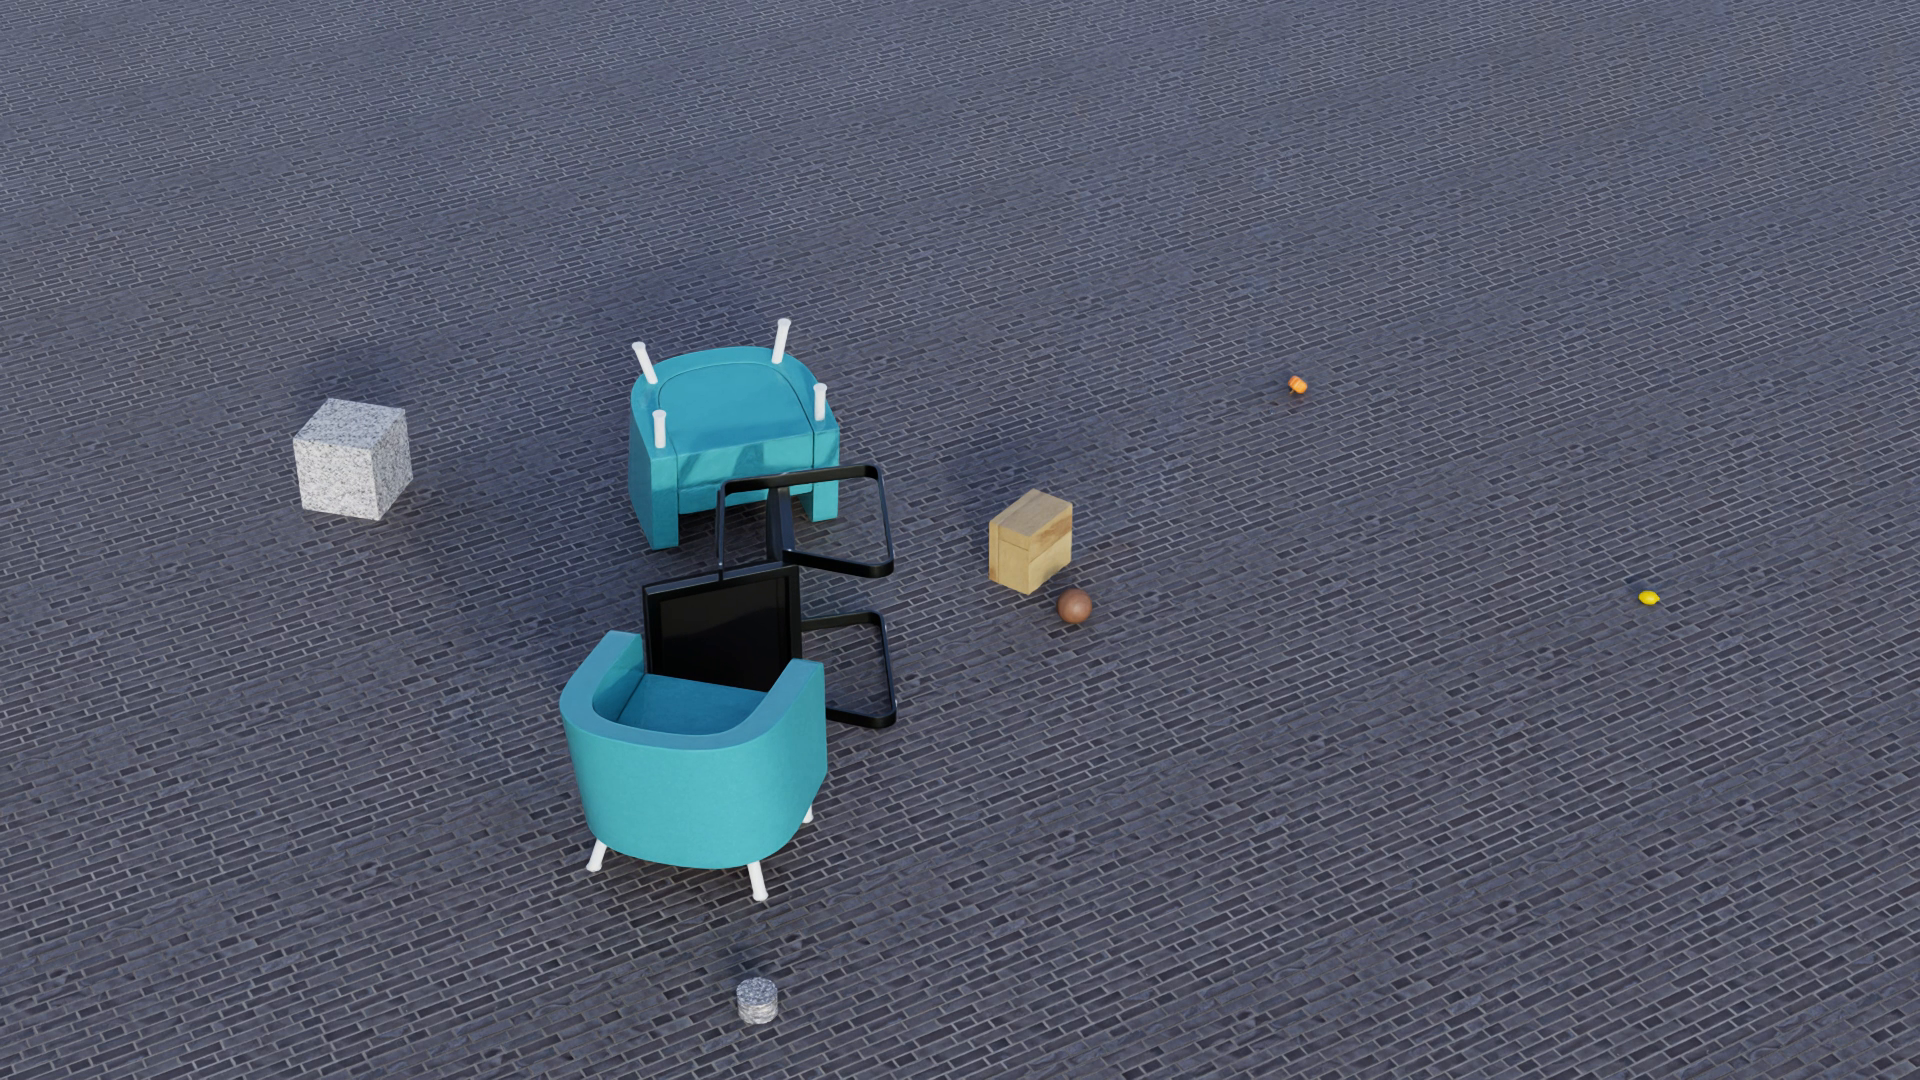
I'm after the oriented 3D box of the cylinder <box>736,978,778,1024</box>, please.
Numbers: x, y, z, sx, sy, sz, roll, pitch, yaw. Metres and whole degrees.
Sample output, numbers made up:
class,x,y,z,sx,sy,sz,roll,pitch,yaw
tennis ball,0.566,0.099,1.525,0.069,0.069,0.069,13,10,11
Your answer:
class,x,y,z,sx,sy,sz,roll,pitch,yaw
cylinder,-0.607,1.380,8.783,0.122,0.074,0.126,-19,38,-26

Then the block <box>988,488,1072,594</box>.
class,x,y,z,sx,sy,sz,roll,pitch,yaw
block,0.258,0.006,10.706,0.175,0.253,0.276,22,39,29

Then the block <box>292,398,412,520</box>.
class,x,y,z,sx,sy,sz,roll,pitch,yaw
block,-2.301,-0.308,11.128,0.314,0.311,0.310,9,34,13
